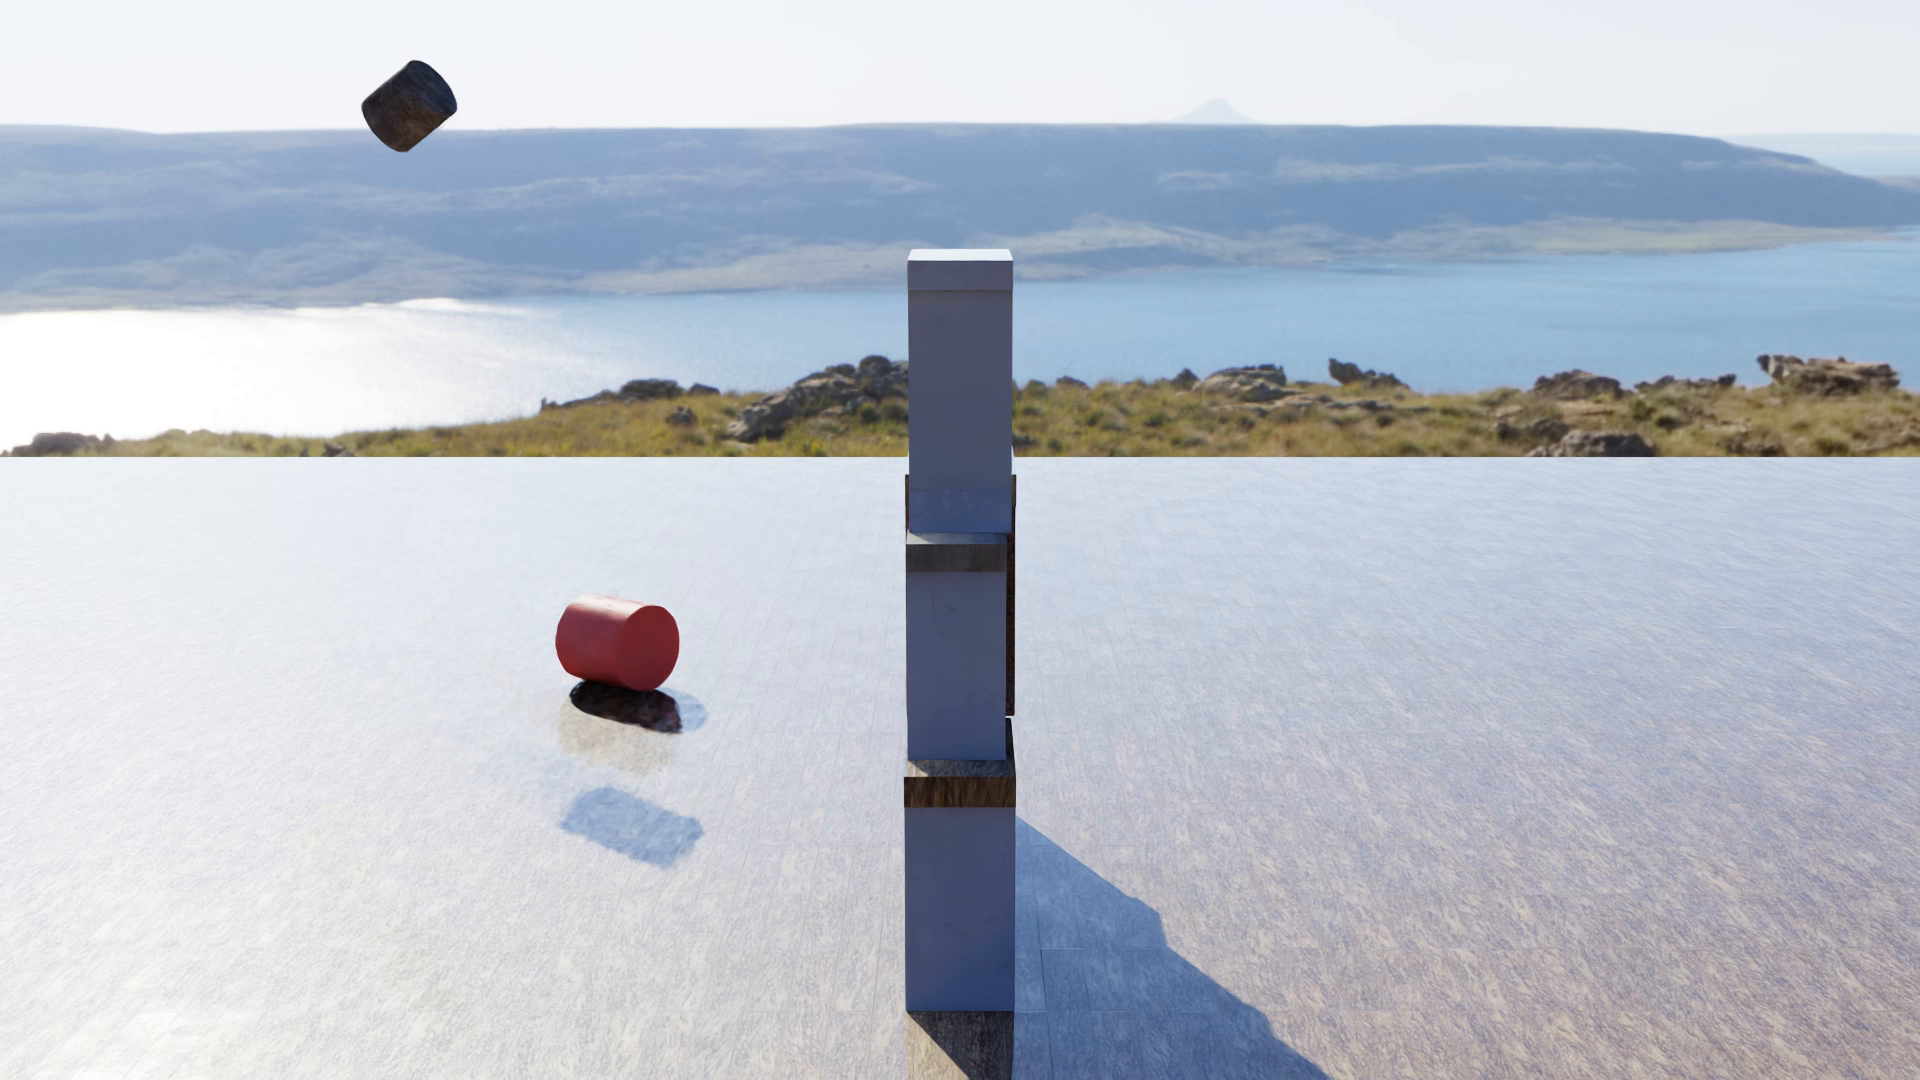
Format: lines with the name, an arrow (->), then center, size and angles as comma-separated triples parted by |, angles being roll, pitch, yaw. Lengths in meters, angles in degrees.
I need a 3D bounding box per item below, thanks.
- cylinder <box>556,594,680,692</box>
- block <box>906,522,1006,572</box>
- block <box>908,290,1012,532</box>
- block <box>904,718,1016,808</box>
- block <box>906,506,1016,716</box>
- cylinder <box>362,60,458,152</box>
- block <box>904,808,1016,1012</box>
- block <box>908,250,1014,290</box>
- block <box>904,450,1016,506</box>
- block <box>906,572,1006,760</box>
cylinder -> -0.784, 0.234, 5.039 | 0.200, 0.200, 0.200 | 8, 13, 38
block -> -0.005, -0.001, 3.221 | 0.141, 0.040, 0.282 | 0, 11, 0
block -> 0.001, -0.186, 3.154 | 0.148, 0.350, 0.042 | 0, 10, 0
block -> 0.000, 0.325, 3.243 | 0.158, 0.045, 0.316 | 0, 11, 0
block -> 0.001, 0.104, 3.447 | 0.171, 0.341, 0.048 | 0, 11, 0
cylinder -> -1.514, -1.193, 6.047 | 0.182, 0.182, 0.182 | -32, -2, 23
block -> 0.000, 0.522, 3.172 | 0.158, 0.316, 0.045 | 0, 11, 0
block -> 0.000, -0.397, 3.215 | 0.148, 0.042, 0.295 | 0, 11, 0
block -> 0.001, -0.108, 3.523 | 0.171, 0.048, 0.341 | 0, 11, 0
block -> -0.005, 0.175, 3.158 | 0.141, 0.282, 0.040 | 0, 11, 0
